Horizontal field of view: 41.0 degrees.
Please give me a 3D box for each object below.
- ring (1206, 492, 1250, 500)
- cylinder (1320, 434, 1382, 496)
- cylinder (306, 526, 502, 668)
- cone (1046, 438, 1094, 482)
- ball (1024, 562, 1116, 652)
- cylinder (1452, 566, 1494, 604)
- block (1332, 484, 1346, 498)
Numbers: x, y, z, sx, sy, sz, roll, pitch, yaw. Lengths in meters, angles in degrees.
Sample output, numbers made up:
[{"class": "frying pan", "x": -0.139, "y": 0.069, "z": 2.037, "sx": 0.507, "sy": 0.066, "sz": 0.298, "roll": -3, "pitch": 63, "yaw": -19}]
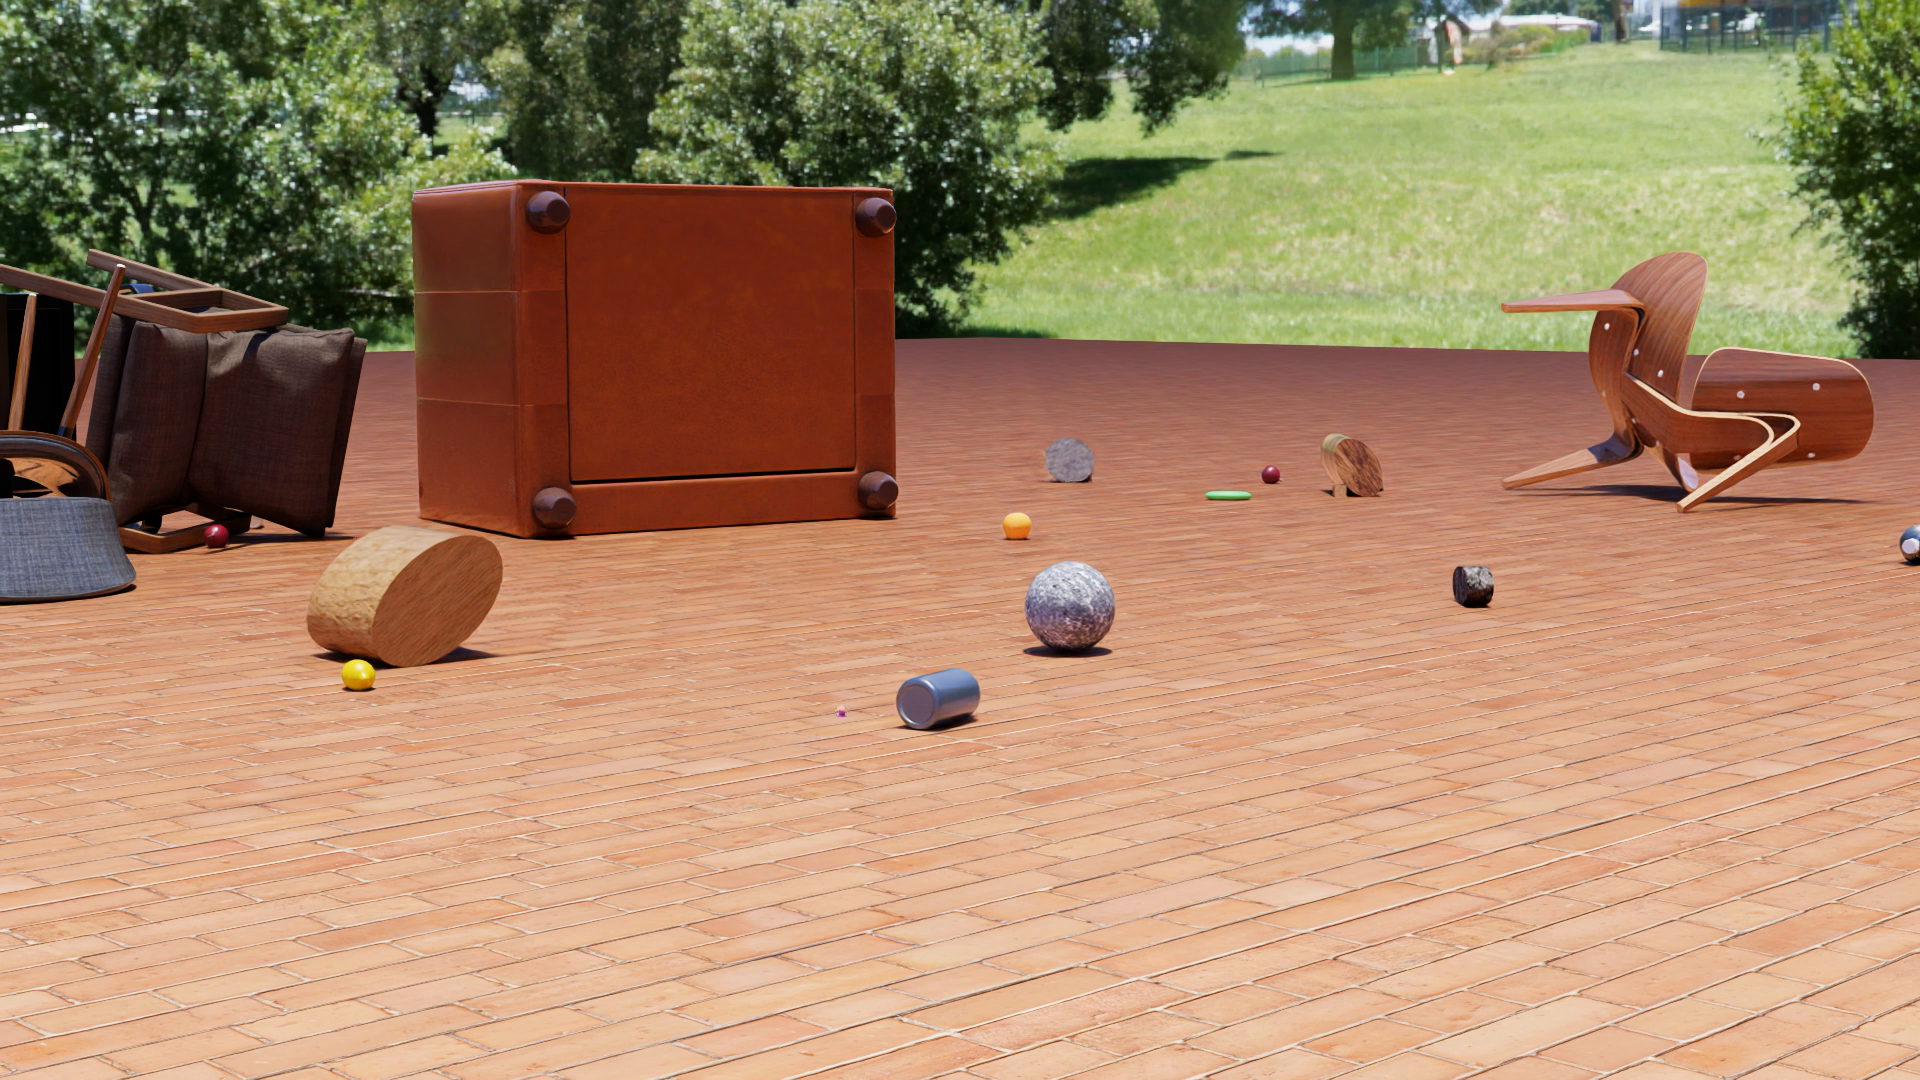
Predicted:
[{"class": "ring", "x": 0.792, "y": -0.131, "z": 7.567, "sx": 0.136, "sy": 0.023, "sz": 0.082, "roll": 1, "pitch": 5, "yaw": 1}, {"class": "cylinder", "x": 1.184, "y": -0.228, "z": 7.768, "sx": 0.123, "sy": 0.192, "sz": 0.247, "roll": -33, "pitch": 6, "yaw": 2}, {"class": "cylinder", "x": -0.962, "y": 0.094, "z": 4.444, "sx": 0.237, "sy": 0.175, "sz": 0.283, "roll": 7, "pitch": 44, "yaw": 49}, {"class": "cone", "x": 0.392, "y": -0.235, "z": 8.342, "sx": 0.161, "sy": 0.146, "sz": 0.326, "roll": 18, "pitch": -2, "yaw": 16}, {"class": "ball", "x": 0.194, "y": 0.117, "z": 4.498, "sx": 0.160, "sy": 0.160, "sz": 0.160, "roll": 0, "pitch": 6, "yaw": 0}, {"class": "cylinder", "x": 1.031, "y": 0.091, "z": 5.160, "sx": 0.052, "sy": 0.076, "sz": 0.139, "roll": 0, "pitch": 3, "yaw": -2}, {"class": "block", "x": 1.134, "y": -0.147, "z": 7.668, "sx": 0.033, "sy": 0.035, "sz": 0.040, "roll": 0, "pitch": 6, "yaw": -2}]
